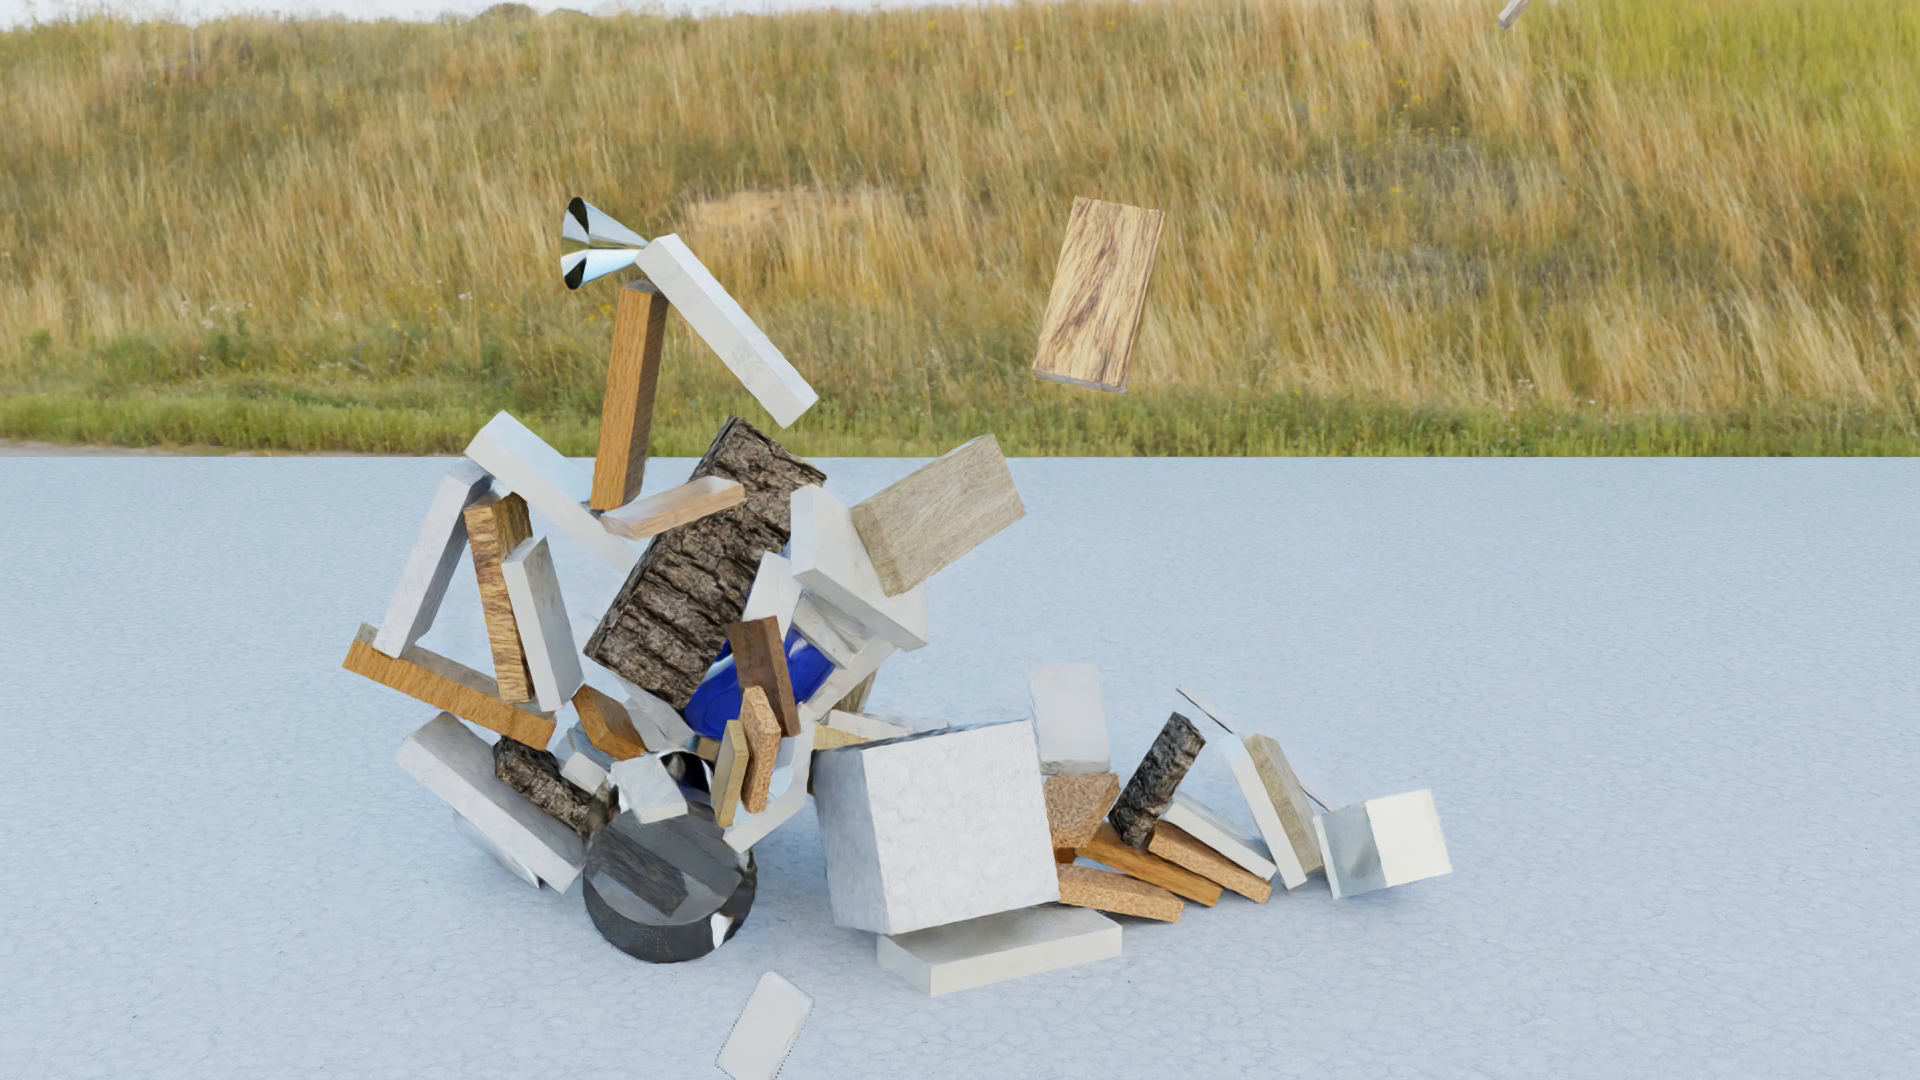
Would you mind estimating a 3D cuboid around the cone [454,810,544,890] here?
[{"bbox_3d":[-0.741,0.524,3.760,0.212,0.212,0.212,-4,38,-22],"label":"cone"}]

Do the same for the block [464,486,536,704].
[{"bbox_3d":[-0.728,0.086,3.580,0.046,0.323,0.162,-6,14,9],"label":"block"}]

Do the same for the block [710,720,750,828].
[{"bbox_3d":[-0.330,0.334,3.141,0.020,0.151,0.069,0,42,-20],"label":"block"}]

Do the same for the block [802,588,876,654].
[{"bbox_3d":[-0.183,0.106,3.455,0.020,0.140,0.070,1,48,50],"label":"block"}]

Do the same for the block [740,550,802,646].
[{"bbox_3d":[-0.281,0.091,3.299,0.070,0.140,0.020,22,-31,-11],"label":"block"}]

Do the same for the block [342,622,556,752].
[{"bbox_3d":[-0.849,0.244,3.675,0.353,0.050,0.176,25,2,-13],"label":"block"}]

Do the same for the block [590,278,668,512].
[{"bbox_3d":[-0.525,-0.233,3.506,0.050,0.350,0.175,10,12,0],"label":"block"}]

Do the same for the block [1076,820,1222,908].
[{"bbox_3d":[0.311,0.530,3.653,0.245,0.035,0.122,22,11,-2],"label":"block"}]

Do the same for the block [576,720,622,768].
[{"bbox_3d":[-0.507,0.410,3.861,0.338,0.048,0.169,36,0,-41],"label":"block"}]

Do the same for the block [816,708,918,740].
[{"bbox_3d":[-0.080,0.365,3.745,0.335,0.042,0.150,16,-20,-11],"label":"block"}]

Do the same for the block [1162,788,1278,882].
[{"bbox_3d":[0.424,0.483,3.660,0.214,0.030,0.107,33,10,-13],"label":"block"}]

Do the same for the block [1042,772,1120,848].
[{"bbox_3d":[0.178,0.450,3.657,0.122,0.035,0.245,-6,13,19],"label":"block"}]

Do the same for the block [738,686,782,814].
[{"bbox_3d":[-0.292,0.299,3.125,0.025,0.175,0.087,-8,47,-24],"label":"block"}]

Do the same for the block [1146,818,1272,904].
[{"bbox_3d":[0.411,0.531,3.661,0.214,0.030,0.107,25,10,-3],"label":"block"}]

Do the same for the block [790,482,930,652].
[{"bbox_3d":[-0.154,0.046,3.413,0.043,0.150,0.301,-22,-36,27],"label":"block"}]

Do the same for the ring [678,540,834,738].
[{"bbox_3d":[-0.320,0.146,3.645,0.140,0.420,0.420,39,-8,-26],"label":"ring"}]

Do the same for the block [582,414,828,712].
[{"bbox_3d":[-0.390,0.036,3.381,0.175,0.427,0.050,34,-6,-31],"label":"block"}]

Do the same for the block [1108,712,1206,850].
[{"bbox_3d":[0.325,0.398,3.649,0.030,0.214,0.107,29,9,-17],"label":"block"}]

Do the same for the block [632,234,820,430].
[{"bbox_3d":[-0.366,-0.333,3.485,0.050,0.350,0.175,-41,6,8],"label":"block"}]

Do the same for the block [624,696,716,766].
[{"bbox_3d":[-0.451,0.354,3.747,0.260,0.037,0.130,35,12,-46],"label":"block"}]

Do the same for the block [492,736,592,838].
[{"bbox_3d":[-0.623,0.453,3.688,0.353,0.050,0.176,39,-1,-17],"label":"block"}]

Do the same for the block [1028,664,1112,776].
[{"bbox_3d":[0.192,0.317,3.897,0.122,0.035,0.245,2,40,-6],"label":"block"}]

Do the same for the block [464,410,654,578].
[{"bbox_3d":[-0.637,-0.076,3.542,0.323,0.046,0.162,38,12,-8],"label":"block"}]

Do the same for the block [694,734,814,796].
[{"bbox_3d":[-0.274,0.383,3.746,0.366,0.037,0.130,20,14,-13],"label":"block"}]

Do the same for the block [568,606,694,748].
[{"bbox_3d":[-0.525,0.222,3.523,0.036,0.256,0.128,-40,49,-7],"label":"block"}]

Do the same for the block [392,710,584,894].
[{"bbox_3d":[-0.758,0.432,3.646,0.353,0.050,0.176,39,11,-1],"label":"block"}]

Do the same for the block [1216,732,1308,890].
[{"bbox_3d":[0.503,0.450,3.667,0.035,0.245,0.122,-25,11,2],"label":"block"}]

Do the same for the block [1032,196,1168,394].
[{"bbox_3d":[0.226,-0.396,3.554,0.150,0.301,0.043,12,-11,13],"label":"block"}]

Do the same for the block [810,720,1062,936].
[{"bbox_3d":[-0.044,0.437,3.380,0.273,0.273,0.273,-8,-3,-21],"label":"block"}]

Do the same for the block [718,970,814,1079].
[{"bbox_3d":[-0.248,0.624,2.792,0.069,0.139,0.020,32,13,18],"label":"block"}]

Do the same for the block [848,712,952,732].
[{"bbox_3d":[-0.115,0.337,3.802,0.236,0.033,0.118,2,-22,23],"label":"block"}]

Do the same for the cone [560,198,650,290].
[{"bbox_3d":[-0.546,-0.469,3.522,0.147,0.147,0.147,1,9,-27],"label":"cone"}]

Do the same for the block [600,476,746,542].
[{"bbox_3d":[-0.387,-0.044,2.977,0.175,0.025,0.087,-22,22,-32],"label":"block"}]

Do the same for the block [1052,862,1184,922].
[{"bbox_3d":[0.224,0.562,3.537,0.245,0.035,0.122,14,4,-24],"label":"block"}]

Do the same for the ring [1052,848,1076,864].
[{"bbox_3d":[0.033,0.520,3.734,0.337,0.112,0.337,-3,8,0],"label":"ring"}]

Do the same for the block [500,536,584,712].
[{"bbox_3d":[-0.676,0.135,3.572,0.036,0.256,0.128,-9,18,10],"label":"block"}]

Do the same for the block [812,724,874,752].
[{"bbox_3d":[-0.131,0.377,3.671,0.300,0.042,0.150,18,-18,-17],"label":"block"}]

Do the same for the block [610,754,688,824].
[{"bbox_3d":[-0.454,0.362,3.203,0.069,0.020,0.139,-11,30,-23],"label":"block"}]

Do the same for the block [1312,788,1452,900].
[{"bbox_3d":[0.696,0.502,3.630,0.140,0.140,0.140,-6,-13,-31],"label":"block"}]

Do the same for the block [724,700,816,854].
[{"bbox_3d":[-0.290,0.362,3.382,0.130,0.037,0.260,-38,20,17],"label":"block"}]

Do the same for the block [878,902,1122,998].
[{"bbox_3d":[0.062,0.620,3.379,0.338,0.048,0.169,-6,12,-29],"label":"block"}]

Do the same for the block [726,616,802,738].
[{"bbox_3d":[-0.283,0.201,3.181,0.025,0.175,0.087,-13,2,-44],"label":"block"}]

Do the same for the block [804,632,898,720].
[{"bbox_3d":[-0.220,0.243,3.637,0.300,0.042,0.150,-42,6,8],"label":"block"}]

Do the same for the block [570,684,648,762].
[{"bbox_3d":[-0.526,0.344,3.694,0.273,0.036,0.128,36,12,-43],"label":"block"}]

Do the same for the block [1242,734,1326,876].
[{"bbox_3d":[0.561,0.451,3.736,0.035,0.245,0.122,-31,-21,16],"label":"block"}]

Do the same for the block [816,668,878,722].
[{"bbox_3d":[-0.242,0.318,3.957,0.118,0.236,0.033,23,11,18],"label":"block"}]

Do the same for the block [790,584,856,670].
[{"bbox_3d":[-0.212,0.135,3.458,0.020,0.070,0.140,-3,-39,47],"label":"block"}]

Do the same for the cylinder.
[{"bbox_3d":[-0.460,0.494,3.465,0.263,0.263,0.263,-2,11,-9],"label":"cylinder"}]

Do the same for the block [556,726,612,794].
[{"bbox_3d":[-0.536,0.448,3.766,0.338,0.048,0.169,36,0,-16],"label":"block"}]

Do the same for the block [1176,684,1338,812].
[{"bbox_3d":[0.547,0.385,4.042,0.371,0.013,0.046,39,-3,-4],"label":"block"}]

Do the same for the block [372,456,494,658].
[{"bbox_3d":[-0.853,0.022,3.585,0.046,0.323,0.162,26,16,-2],"label":"block"}]

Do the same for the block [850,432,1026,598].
[{"bbox_3d":[-0.029,-0.045,3.533,0.043,0.150,0.374,-17,9,37],"label":"block"}]

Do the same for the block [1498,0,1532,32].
[{"bbox_3d":[0.982,-0.942,3.866,0.013,0.092,0.046,40,2,23],"label":"block"}]
